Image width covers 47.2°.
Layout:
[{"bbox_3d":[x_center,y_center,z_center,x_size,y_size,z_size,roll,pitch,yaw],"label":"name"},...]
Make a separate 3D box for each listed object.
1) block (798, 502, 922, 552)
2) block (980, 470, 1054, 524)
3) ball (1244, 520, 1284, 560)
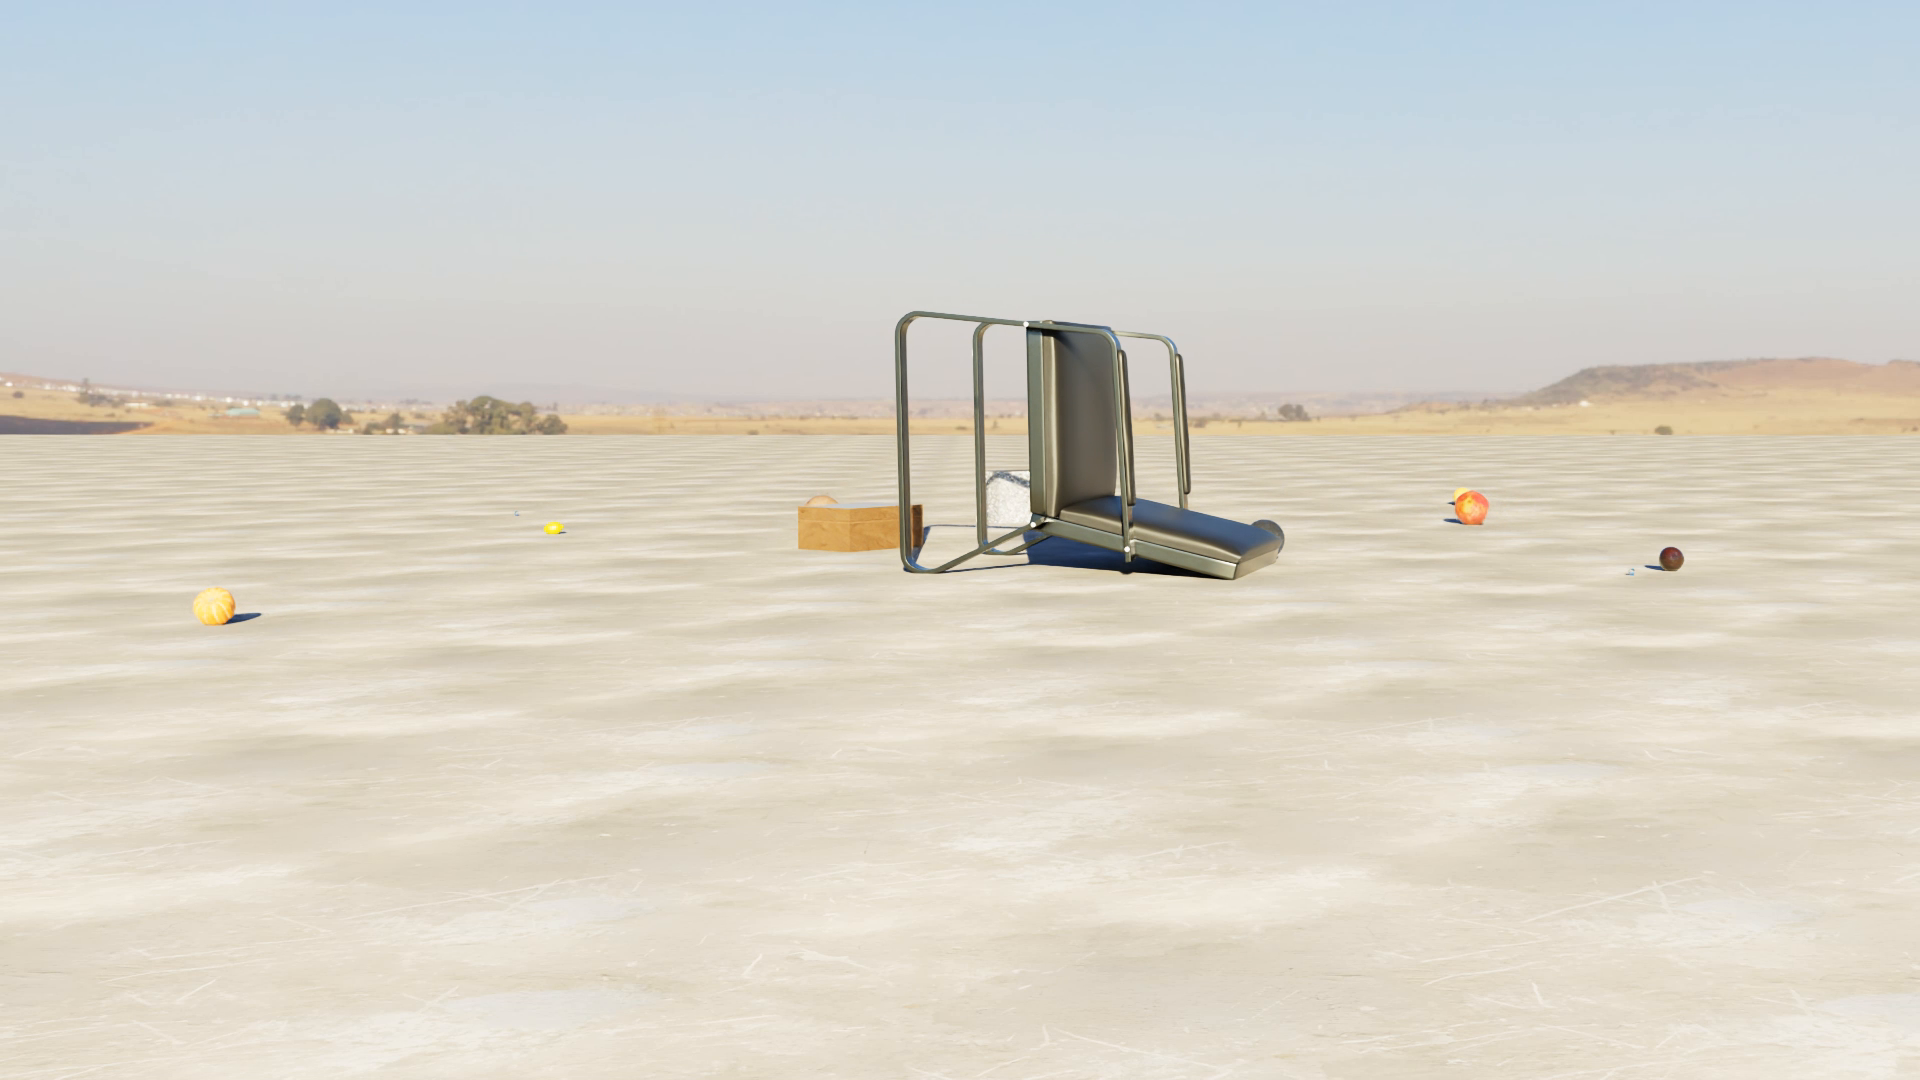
[{"bbox_3d":[-0.280,-0.038,6.228,0.198,0.120,0.306,3,5,40],"label":"block"},{"bbox_3d":[0.191,-0.149,7.463,0.210,0.172,0.137,-2,4,-29],"label":"block"},{"bbox_3d":[0.800,-0.001,5.779,0.107,0.107,0.107,0,4,0],"label":"ball"}]
